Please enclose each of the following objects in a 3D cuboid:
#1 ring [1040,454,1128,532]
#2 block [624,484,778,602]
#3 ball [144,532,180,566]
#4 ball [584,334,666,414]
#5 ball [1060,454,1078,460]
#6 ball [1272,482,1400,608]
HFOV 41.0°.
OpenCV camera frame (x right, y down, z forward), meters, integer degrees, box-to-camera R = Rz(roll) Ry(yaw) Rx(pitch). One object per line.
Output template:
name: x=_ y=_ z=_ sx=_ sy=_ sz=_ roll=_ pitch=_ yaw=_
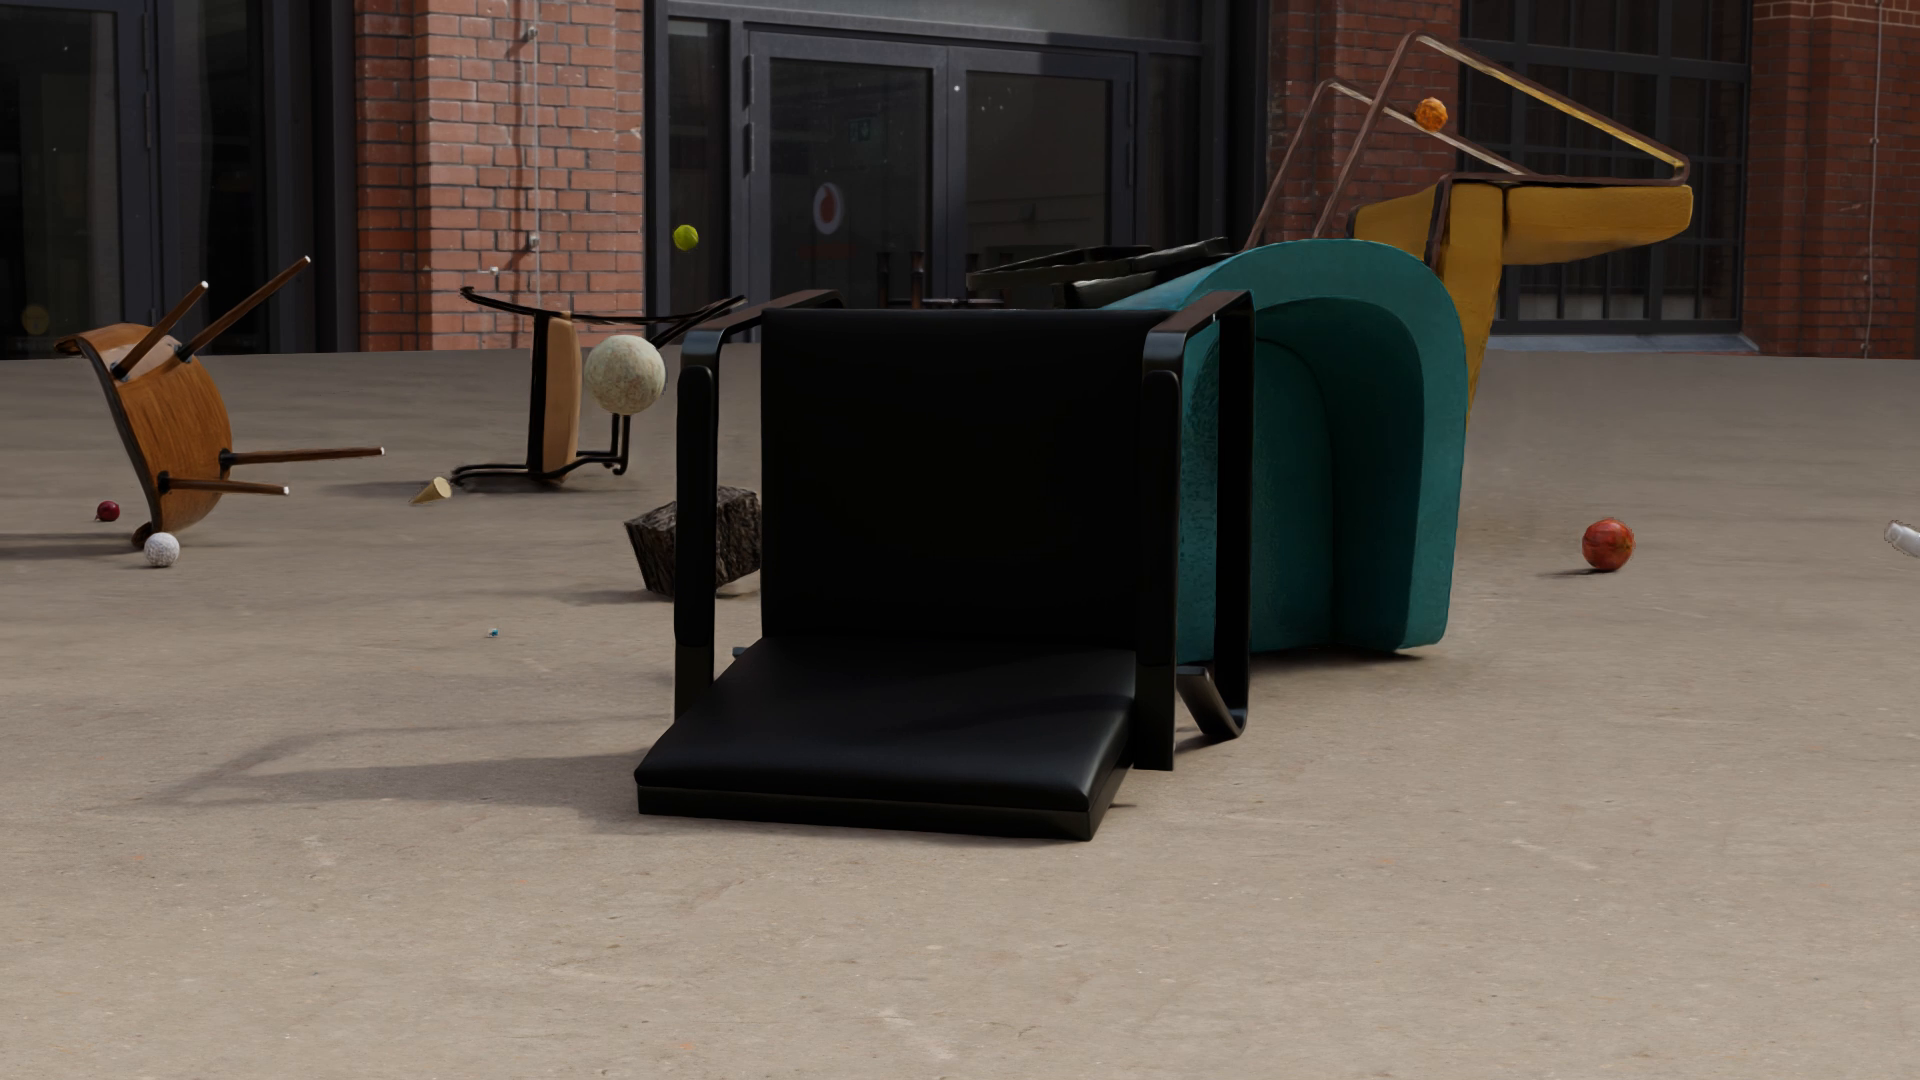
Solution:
ring: x=0.319 y=-0.122 z=6.637 sx=0.221 sy=0.198 sz=0.161 roll=12 pitch=7 yaw=38
block: x=-0.537 y=0.003 z=5.315 sx=0.216 sy=0.155 sz=0.204 roll=-25 pitch=17 yaw=-26
ball: x=-1.811 y=0.021 z=5.822 sx=0.079 sy=0.079 sz=0.079 roll=0 pitch=6 yaw=0
ball: x=-0.633 y=-0.313 z=4.843 sx=0.153 sy=0.153 sz=0.153 roll=0 pitch=6 yaw=0
ball: x=0.338 y=-0.184 z=7.530 sx=0.137 sy=0.137 sz=0.137 roll=0 pitch=6 yaw=0
ball: x=0.746 y=0.011 z=5.084 sx=0.250 sy=0.250 sz=0.250 roll=0 pitch=6 yaw=0
